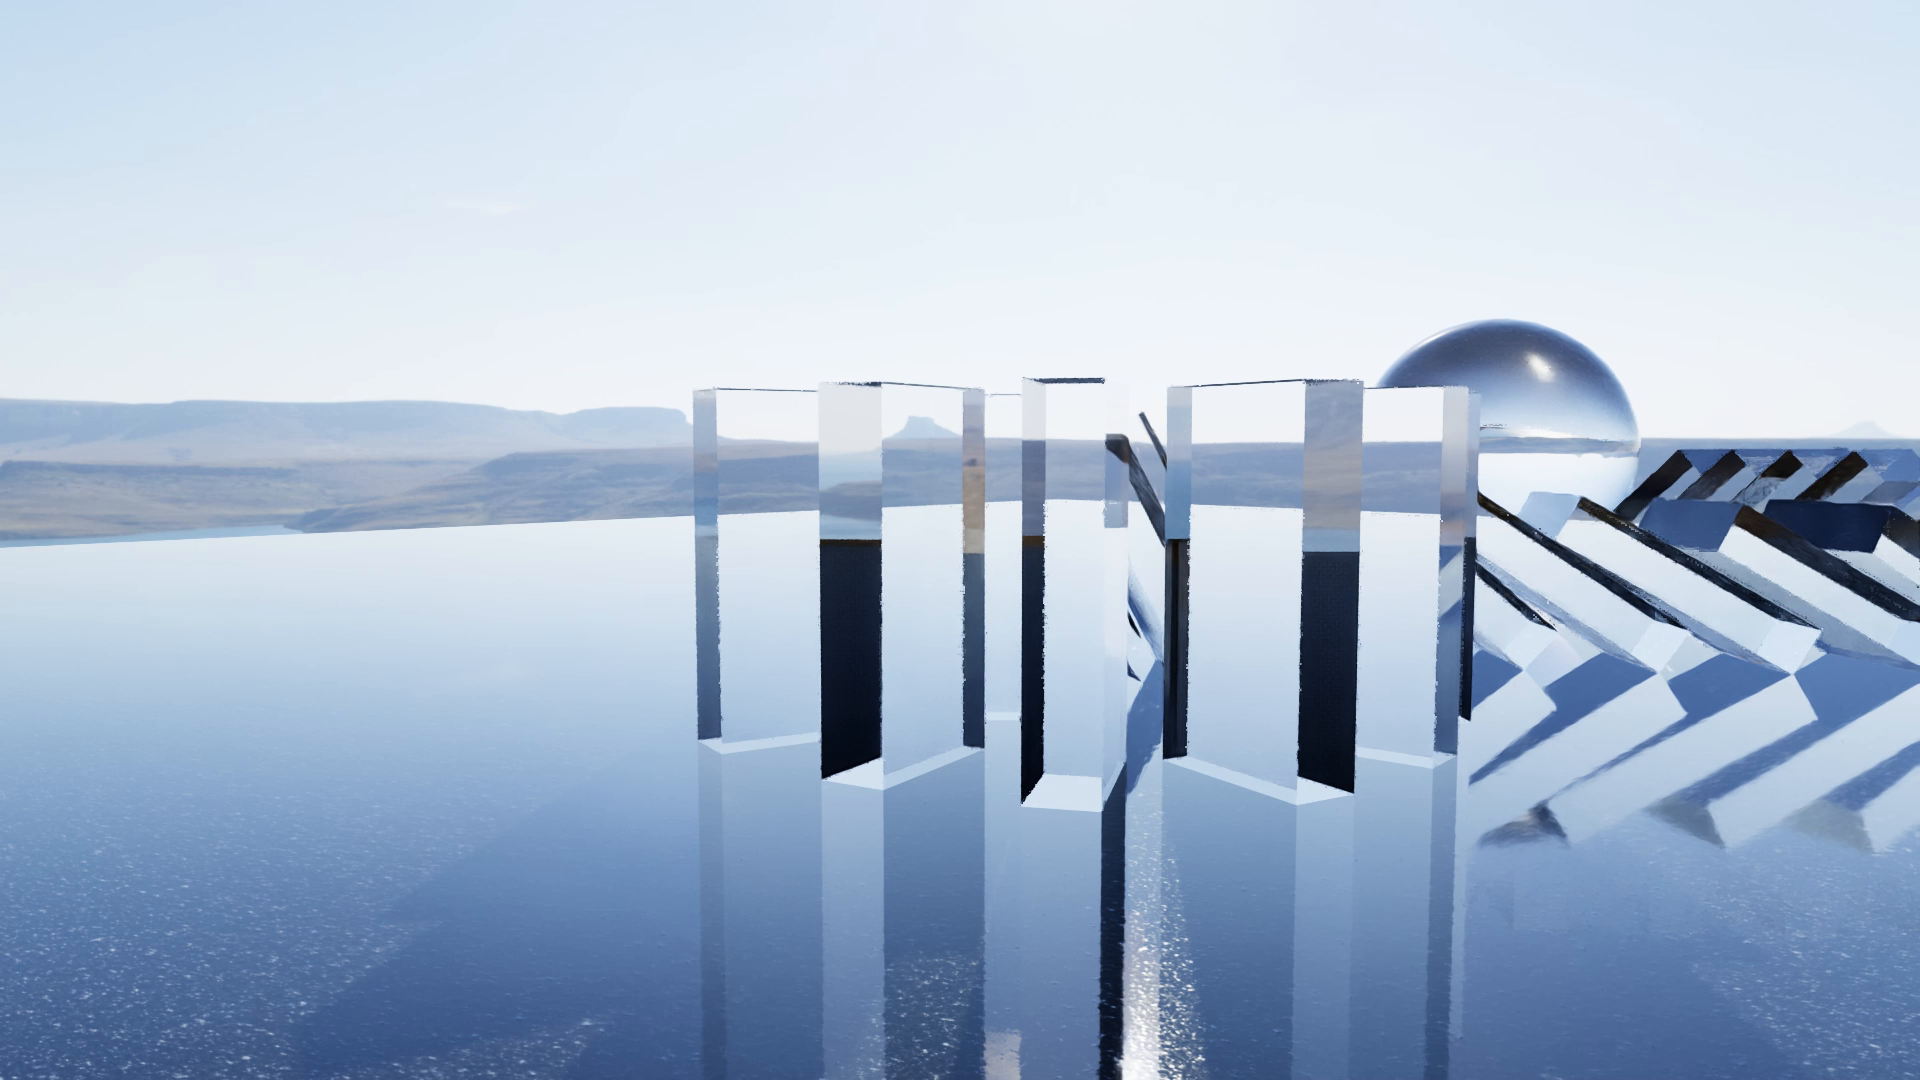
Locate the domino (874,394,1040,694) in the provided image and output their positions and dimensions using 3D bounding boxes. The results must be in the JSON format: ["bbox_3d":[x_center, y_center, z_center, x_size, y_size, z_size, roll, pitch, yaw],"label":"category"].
[{"bbox_3d":[0.000,0.001,0.221,0.025,0.050,0.010,1,13,16],"label":"domino"}]

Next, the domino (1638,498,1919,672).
[{"bbox_3d":[0.159,0.008,0.245,0.050,0.009,0.025,28,1,-8],"label":"domino"}]

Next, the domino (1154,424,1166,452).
[{"bbox_3d":[0.054,-0.001,0.261,0.010,0.050,0.025,-27,2,5],"label":"domino"}]

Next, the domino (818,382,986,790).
[{"bbox_3d":[-0.007,0.005,0.169,0.009,0.050,0.025,3,5,31],"label":"domino"}]

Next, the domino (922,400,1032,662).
[{"bbox_3d":[0.003,-0.002,0.260,0.010,0.050,0.025,-12,5,-5],"label":"domino"}]

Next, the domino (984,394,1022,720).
[{"bbox_3d":[0.000,0.002,0.201,0.025,0.050,0.010,0,4,0],"label":"domino"}]

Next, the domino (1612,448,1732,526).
[{"bbox_3d":[0.188,-0.004,0.350,0.025,0.009,0.050,-2,-38,-29],"label":"domino"}]

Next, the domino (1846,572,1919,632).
[{"bbox_3d":[0.226,0.008,0.277,0.025,0.010,0.050,-3,-17,-32],"label":"domino"}]

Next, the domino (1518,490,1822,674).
[{"bbox_3d":[0.135,0.007,0.249,0.050,0.010,0.025,30,6,1],"label":"domino"}]

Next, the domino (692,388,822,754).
[{"bbox_3d":[-0.025,0.004,0.185,0.025,0.050,0.009,-3,5,-31],"label":"domino"}]

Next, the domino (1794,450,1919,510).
[{"bbox_3d":[0.208,-0.002,0.313,0.025,0.009,0.050,-2,-38,-29],"label":"domino"}]

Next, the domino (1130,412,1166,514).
[{"bbox_3d":[0.043,-0.001,0.261,0.010,0.050,0.025,-27,2,5],"label":"domino"}]

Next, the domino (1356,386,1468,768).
[{"bbox_3d":[0.055,0.004,0.178,0.025,0.050,0.009,4,6,40],"label":"domino"}]

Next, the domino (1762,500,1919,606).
[{"bbox_3d":[0.181,0.008,0.246,0.050,0.010,0.025,28,-4,-17],"label":"domino"}]

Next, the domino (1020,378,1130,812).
[{"bbox_3d":[0.015,0.006,0.160,0.010,0.050,0.025,1,4,14],"label":"domino"}]

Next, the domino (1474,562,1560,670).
[{"bbox_3d":[0.091,0.004,0.254,0.050,0.009,0.025,41,6,1],"label":"domino"}]

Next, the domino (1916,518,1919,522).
[{"bbox_3d":[0.217,0.004,0.297,0.025,0.009,0.050,-2,-23,-32],"label":"domino"}]

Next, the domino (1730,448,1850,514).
[{"bbox_3d":[0.201,-0.003,0.325,0.025,0.010,0.050,-3,-38,-28],"label":"domino"}]

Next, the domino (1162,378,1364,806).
[{"bbox_3d":[0.038,0.005,0.163,0.010,0.050,0.025,-2,5,-30],"label":"domino"}]

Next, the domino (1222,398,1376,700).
[{"bbox_3d":[0.059,0.001,0.221,0.025,0.050,0.009,-2,5,-30],"label":"domino"}]

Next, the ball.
[{"bbox_3d":[0.161,-0.027,0.388,0.080,0.080,0.080,0,4,0],"label":"ball"}]

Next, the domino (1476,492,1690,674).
[{"bbox_3d":[0.113,0.006,0.251,0.050,0.010,0.025,34,6,2],"label":"domino"}]

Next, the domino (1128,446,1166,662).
[{"bbox_3d":[0.032,-0.001,0.241,0.009,0.050,0.025,-28,3,-3],"label":"domino"}]

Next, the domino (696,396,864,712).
[{"bbox_3d":[-0.029,0.002,0.208,0.025,0.050,0.009,0,4,2],"label":"domino"}]

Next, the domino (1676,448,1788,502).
[{"bbox_3d":[0.194,-0.003,0.337,0.025,0.009,0.050,-2,-38,-29],"label":"domino"}]

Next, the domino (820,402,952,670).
[{"bbox_3d":[-0.015,-0.001,0.251,0.010,0.050,0.025,-8,9,-43],"label":"domino"}]

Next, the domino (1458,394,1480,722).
[{"bbox_3d":[0.066,0.003,0.199,0.025,0.050,0.009,0,4,1],"label":"domino"}]

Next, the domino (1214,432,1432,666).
[{"bbox_3d":[0.072,0.001,0.257,0.010,0.050,0.025,-39,0,6],"label":"domino"}]

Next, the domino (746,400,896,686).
[{"bbox_3d":[-0.025,0.000,0.231,0.025,0.050,0.010,1,4,17],"label":"domino"}]

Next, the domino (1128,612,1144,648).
[{"bbox_3d":[0.020,-0.002,0.261,0.010,0.050,0.025,-26,4,2],"label":"domino"}]

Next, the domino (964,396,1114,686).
[{"bbox_3d":[0.014,-0.001,0.235,0.010,0.050,0.025,-13,9,-20],"label":"domino"}]
